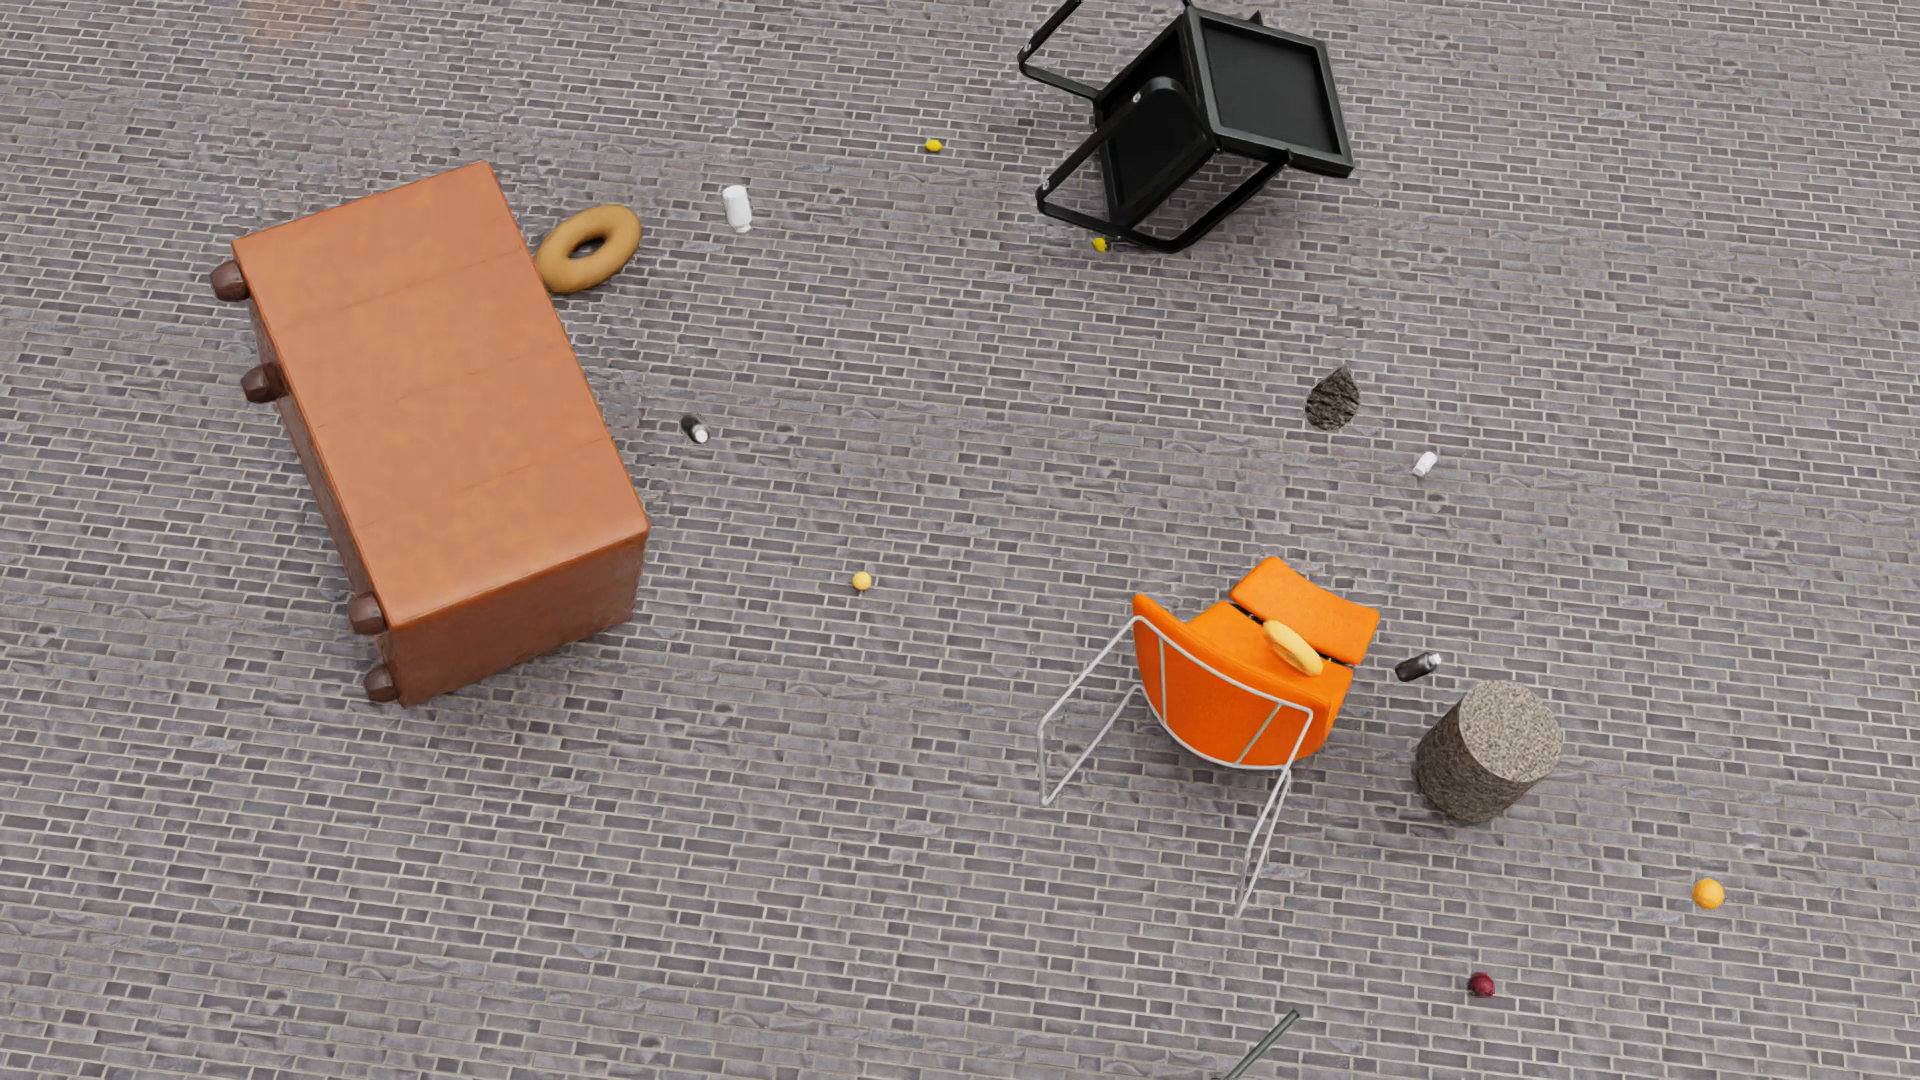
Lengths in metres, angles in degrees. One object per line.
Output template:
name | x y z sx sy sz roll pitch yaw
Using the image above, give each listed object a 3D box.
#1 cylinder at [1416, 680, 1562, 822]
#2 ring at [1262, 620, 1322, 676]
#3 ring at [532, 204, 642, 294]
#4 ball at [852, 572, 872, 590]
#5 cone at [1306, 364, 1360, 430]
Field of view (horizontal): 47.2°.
cylinder | 1.434 0.575 5.982 0.296 0.278 0.297 -5 63 -19
ring | 0.933 0.304 6.180 0.213 0.095 0.057 42 69 -1
ring | -1.212 -0.946 7.148 0.266 0.104 0.413 37 64 23
ball | -0.288 0.120 6.460 0.055 0.055 0.055 0 56 0
cone | 1.037 -0.428 6.023 0.133 0.215 0.171 23 50 2
